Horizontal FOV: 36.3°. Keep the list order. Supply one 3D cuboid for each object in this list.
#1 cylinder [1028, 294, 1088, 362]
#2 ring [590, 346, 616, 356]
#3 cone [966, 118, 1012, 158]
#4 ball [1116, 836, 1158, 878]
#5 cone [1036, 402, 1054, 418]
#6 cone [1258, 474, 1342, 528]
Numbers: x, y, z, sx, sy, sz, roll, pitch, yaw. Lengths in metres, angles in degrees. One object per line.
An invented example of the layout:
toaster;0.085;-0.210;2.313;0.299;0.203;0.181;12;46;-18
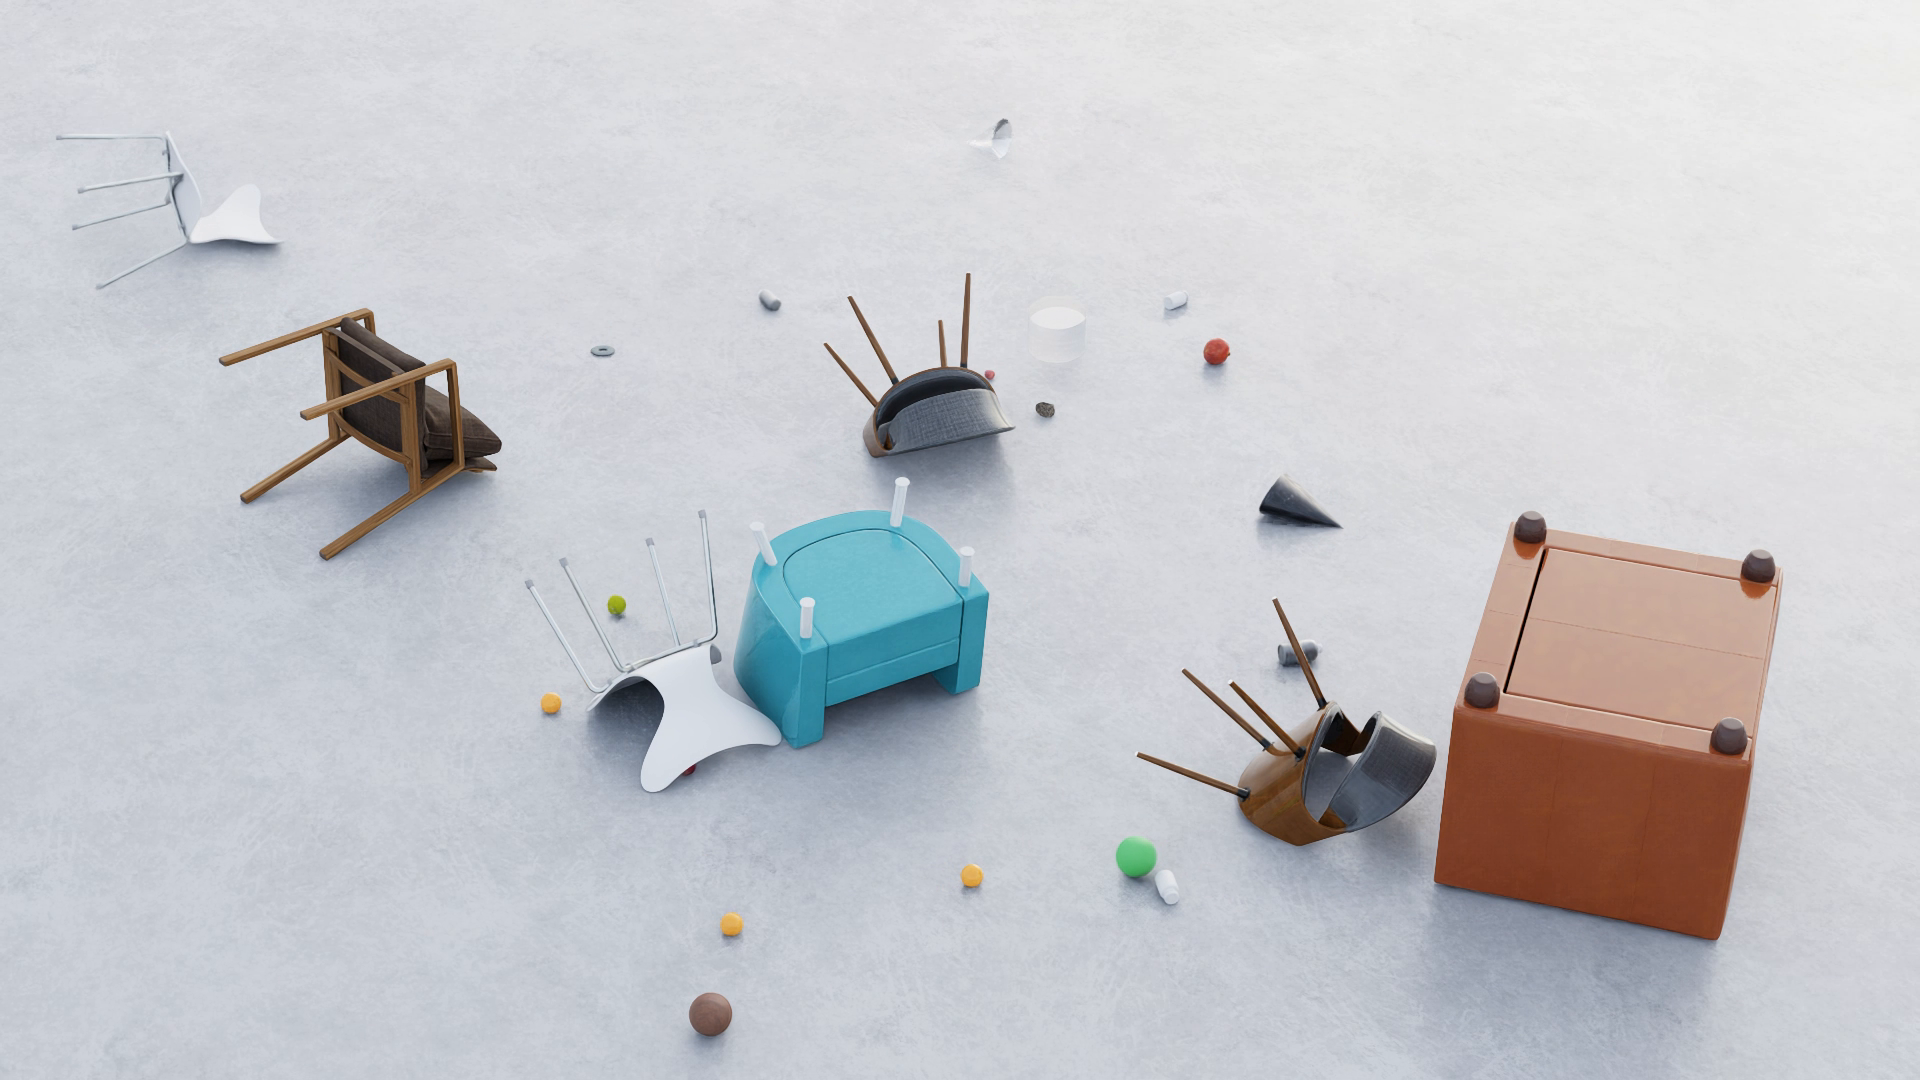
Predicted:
cylinder;0.403;-0.874;12.126;0.244;0.159;0.294;5;34;7
ring;-1.476;-0.783;12.119;0.103;0.016;0.078;2;34;3
cone;0.109;-1.869;13.714;0.214;0.135;0.212;-2;55;36
ball;0.561;1.004;9.301;0.131;0.131;0.131;0;33;0
cone;0.358;-0.531;11.724;0.085;0.061;0.103;19;21;17
cone;1.314;-0.110;11.052;0.303;0.134;0.258;28;36;17
